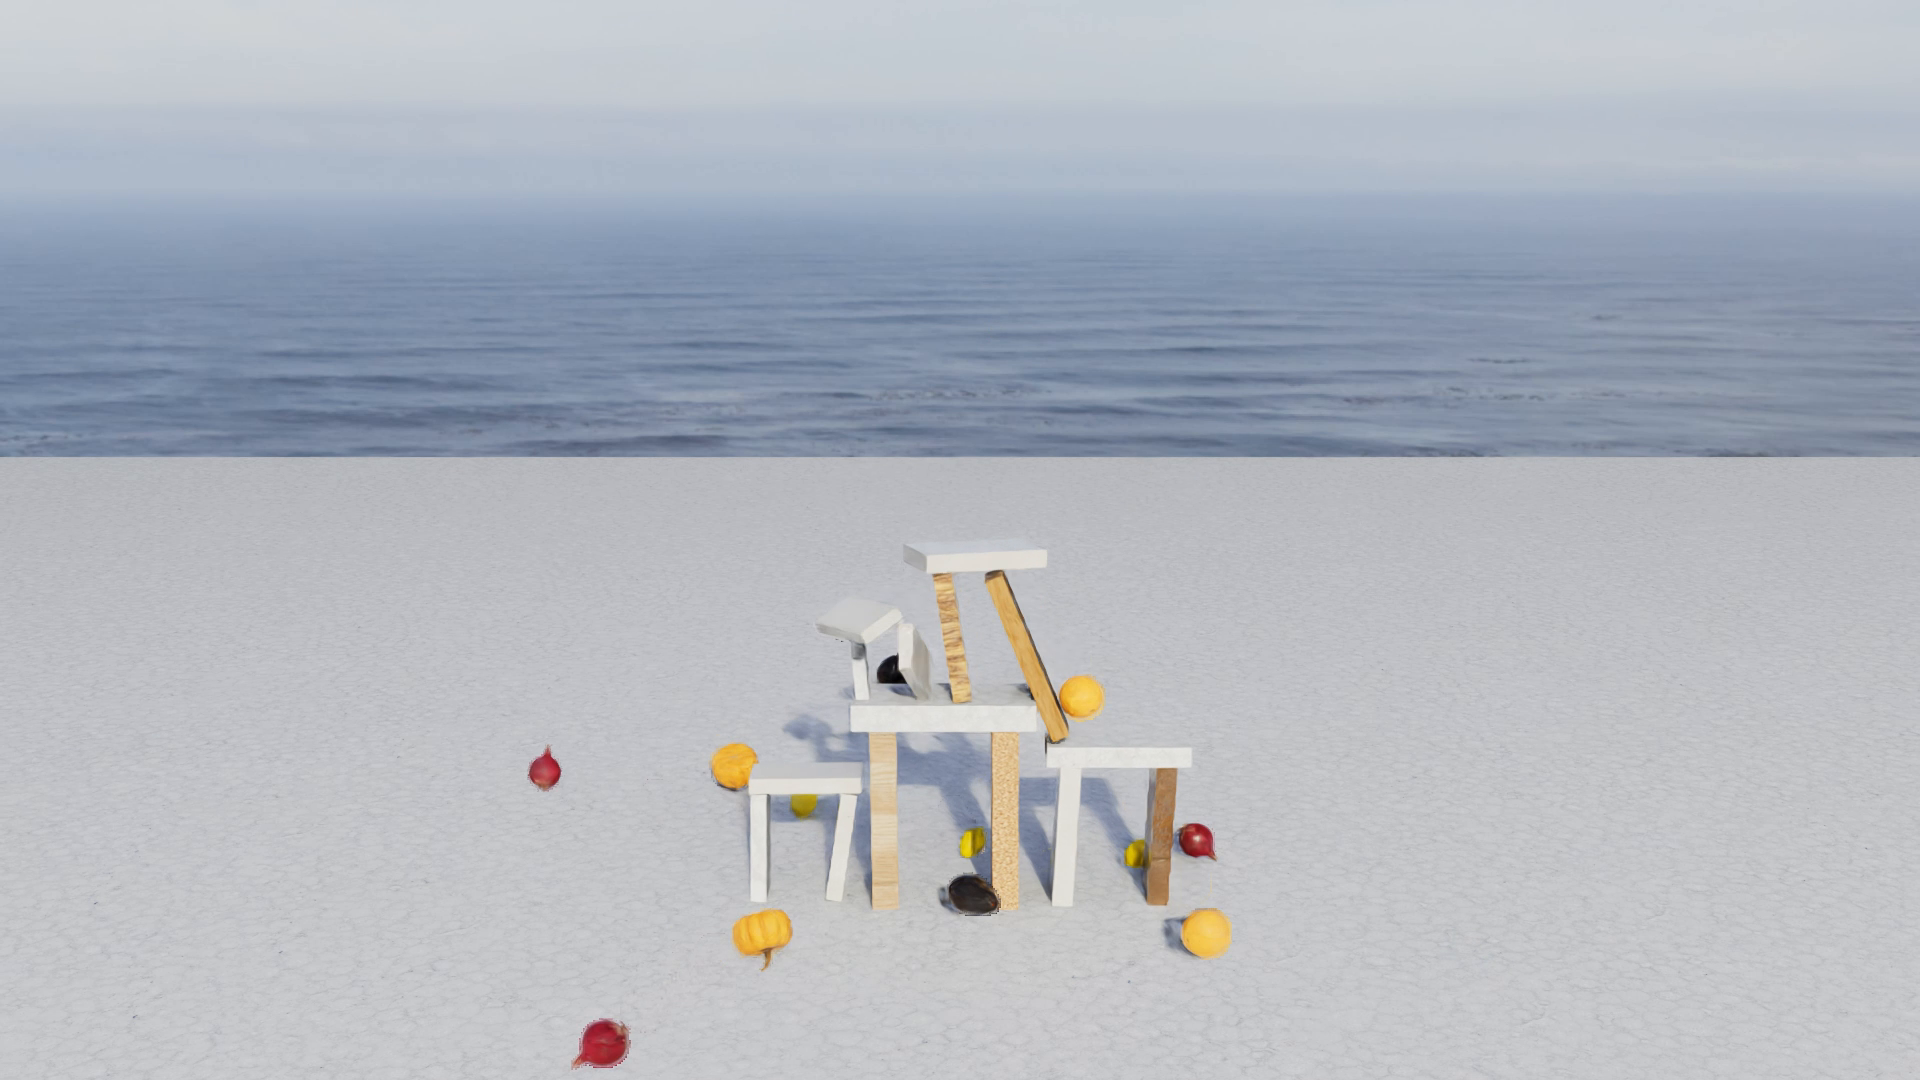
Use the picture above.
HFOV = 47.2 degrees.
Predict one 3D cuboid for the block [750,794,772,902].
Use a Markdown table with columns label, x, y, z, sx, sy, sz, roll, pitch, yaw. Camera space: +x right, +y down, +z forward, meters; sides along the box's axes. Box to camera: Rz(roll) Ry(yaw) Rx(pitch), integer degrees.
| label | x | y | z | sx | sy | sz | roll | pitch | yaw |
| --- | --- | --- | --- | --- | --- | --- | --- | --- | --- |
| block | -0.331 | 0.499 | 3.657 | 0.026 | 0.184 | 0.092 | 1 | 11 | 0 |

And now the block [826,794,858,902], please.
| label | x | y | z | sx | sy | sz | roll | pitch | yaw |
| --- | --- | --- | --- | --- | --- | --- | --- | --- | --- |
| block | -0.196 | 0.498 | 3.659 | 0.026 | 0.184 | 0.092 | 8 | 10 | -3 |

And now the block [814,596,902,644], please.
| label | x | y | z | sx | sy | sz | roll | pitch | yaw |
| --- | --- | --- | --- | --- | --- | --- | --- | --- | --- |
| block | -0.161 | 0.125 | 3.460 | 0.075 | 0.021 | 0.150 | -36 | 23 | -24 |

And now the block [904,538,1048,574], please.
| label | x | y | z | sx | sy | sz | roll | pitch | yaw |
| --- | --- | --- | --- | --- | --- | --- | --- | --- | --- |
| block | 0.025 | 0.025 | 3.598 | 0.211 | 0.030 | 0.105 | -3 | 11 | -22 |

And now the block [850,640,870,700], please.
| label | x | y | z | sx | sy | sz | roll | pitch | yaw |
| --- | --- | --- | --- | --- | --- | --- | --- | --- | --- |
| block | -0.166 | 0.179 | 3.594 | 0.021 | 0.150 | 0.075 | -6 | 11 | 0 |

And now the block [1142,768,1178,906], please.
| label | x | y | z | sx | sy | sz | roll | pitch | yaw |
| --- | --- | --- | --- | --- | --- | --- | --- | --- | --- |
| block | 0.330 | 0.474 | 3.646 | 0.033 | 0.234 | 0.117 | 3 | 11 | -1 |

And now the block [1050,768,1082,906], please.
| label | x | y | z | sx | sy | sz | roll | pitch | yaw |
| --- | --- | --- | --- | --- | --- | --- | --- | --- | --- |
| block | 0.174 | 0.474 | 3.646 | 0.033 | 0.234 | 0.117 | 3 | 11 | 0 |

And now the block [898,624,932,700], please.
| label | x | y | z | sx | sy | sz | roll | pitch | yaw |
| --- | --- | --- | --- | --- | --- | --- | --- | --- | --- |
| block | -0.071 | 0.195 | 3.518 | 0.021 | 0.075 | 0.150 | -4 | -24 | 10 |

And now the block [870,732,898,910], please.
| label | x | y | z | sx | sy | sz | roll | pitch | yaw |
| --- | --- | --- | --- | --- | --- | --- | --- | --- | --- |
| block | -0.125 | 0.444 | 3.638 | 0.042 | 0.299 | 0.149 | -1 | 11 | -1 |

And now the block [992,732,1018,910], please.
| label | x | y | z | sx | sy | sz | roll | pitch | yaw |
| --- | --- | --- | --- | --- | --- | --- | --- | --- | --- |
| block | 0.074 | 0.444 | 3.639 | 0.042 | 0.299 | 0.149 | 0 | 11 | 0 |

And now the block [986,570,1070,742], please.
| label | x | y | z | sx | sy | sz | roll | pitch | yaw |
| --- | --- | --- | --- | --- | --- | --- | --- | --- | --- |
| block | 0.110 | 0.186 | 3.605 | 0.030 | 0.285 | 0.105 | -22 | 6 | 4 |

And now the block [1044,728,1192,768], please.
| label | x | y | z | sx | sy | sz | roll | pitch | yaw |
| --- | --- | --- | --- | --- | --- | --- | --- | --- | --- |
| block | 0.259 | 0.342 | 3.622 | 0.234 | 0.033 | 0.117 | 0 | 11 | 0 |

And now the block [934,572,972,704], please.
| label | x | y | z | sx | sy | sz | roll | pitch | yaw |
| --- | --- | --- | --- | --- | --- | --- | --- | --- | --- |
| block | -0.012 | 0.150 | 3.588 | 0.030 | 0.211 | 0.105 | -9 | 10 | 2 |

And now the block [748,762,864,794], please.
| label | x | y | z | sx | sy | sz | roll | pitch | yaw |
| --- | --- | --- | --- | --- | --- | --- | --- | --- | --- |
| block | -0.253 | 0.394 | 3.640 | 0.184 | 0.026 | 0.092 | -1 | 11 | 0 |

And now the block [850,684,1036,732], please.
| label | x | y | z | sx | sy | sz | roll | pitch | yaw |
| --- | --- | --- | --- | --- | --- | --- | --- | --- | --- |
| block | -0.027 | 0.275 | 3.613 | 0.299 | 0.042 | 0.149 | 0 | 11 | -1 |
